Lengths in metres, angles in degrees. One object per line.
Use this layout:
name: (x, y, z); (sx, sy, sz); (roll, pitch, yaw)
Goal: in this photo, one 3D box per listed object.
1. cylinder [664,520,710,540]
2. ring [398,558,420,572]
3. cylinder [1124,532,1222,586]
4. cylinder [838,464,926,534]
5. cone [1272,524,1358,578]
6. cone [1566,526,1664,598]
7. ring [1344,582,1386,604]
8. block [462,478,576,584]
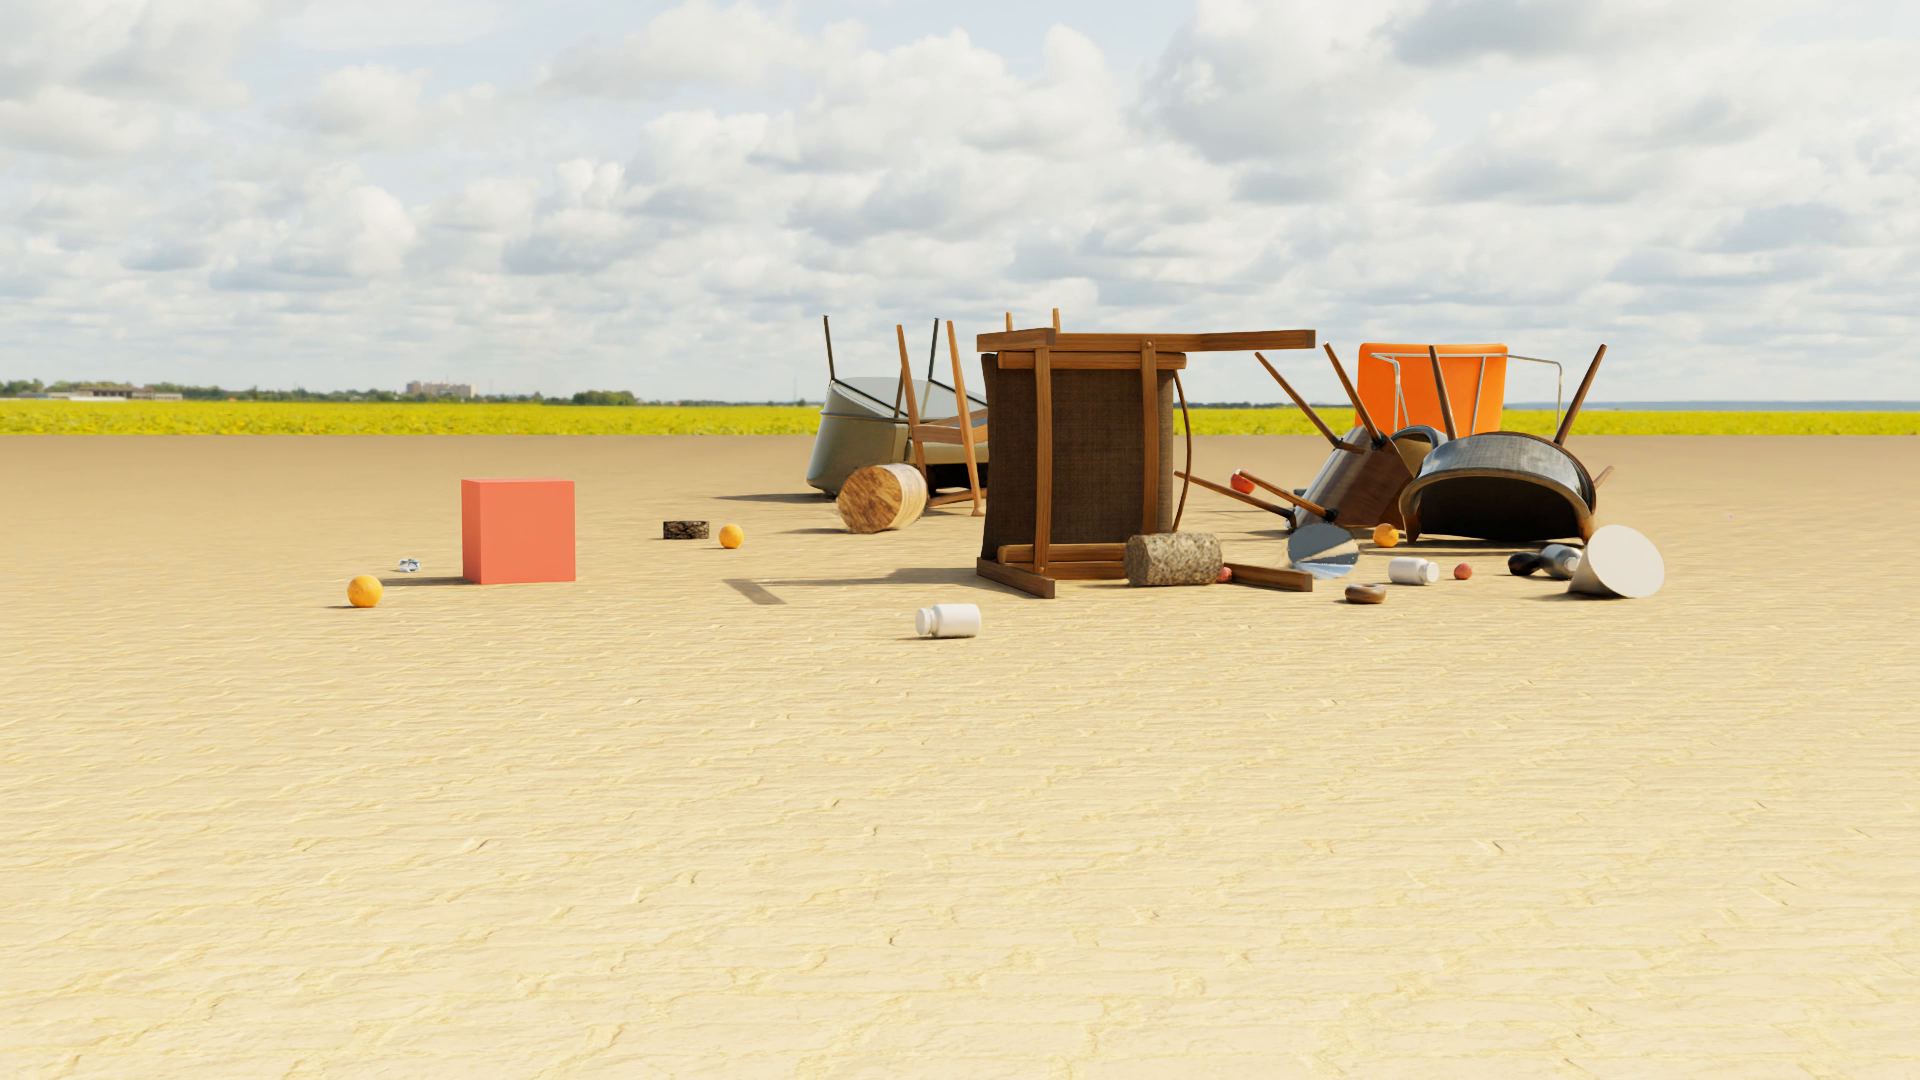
cylinder: (-0.821, -0.030, 6.599); (0.139, 0.052, 0.076); (0, 4, 2)
ring: (-1.361, 0.063, 5.436); (0.049, 0.027, 0.111); (0, 4, -30)
cylinder: (0.487, 0.044, 5.030); (0.189, 0.119, 0.121); (-2, 28, -24)
cylinder: (-0.243, -0.134, 6.966); (0.224, 0.197, 0.249); (-44, -9, 15)
cone: (0.814, 0.052, 5.314); (0.212, 0.135, 0.214); (-2, -13, -28)
cone: (1.391, 0.081, 4.807); (0.249, 0.170, 0.175); (-1, -23, -36)
ring: (0.857, 0.113, 4.647); (0.087, 0.036, 0.140); (2, 5, 7)
block: (-1.042, -0.024, 5.181); (0.220, 0.235, 0.212); (-2, 4, -24)
